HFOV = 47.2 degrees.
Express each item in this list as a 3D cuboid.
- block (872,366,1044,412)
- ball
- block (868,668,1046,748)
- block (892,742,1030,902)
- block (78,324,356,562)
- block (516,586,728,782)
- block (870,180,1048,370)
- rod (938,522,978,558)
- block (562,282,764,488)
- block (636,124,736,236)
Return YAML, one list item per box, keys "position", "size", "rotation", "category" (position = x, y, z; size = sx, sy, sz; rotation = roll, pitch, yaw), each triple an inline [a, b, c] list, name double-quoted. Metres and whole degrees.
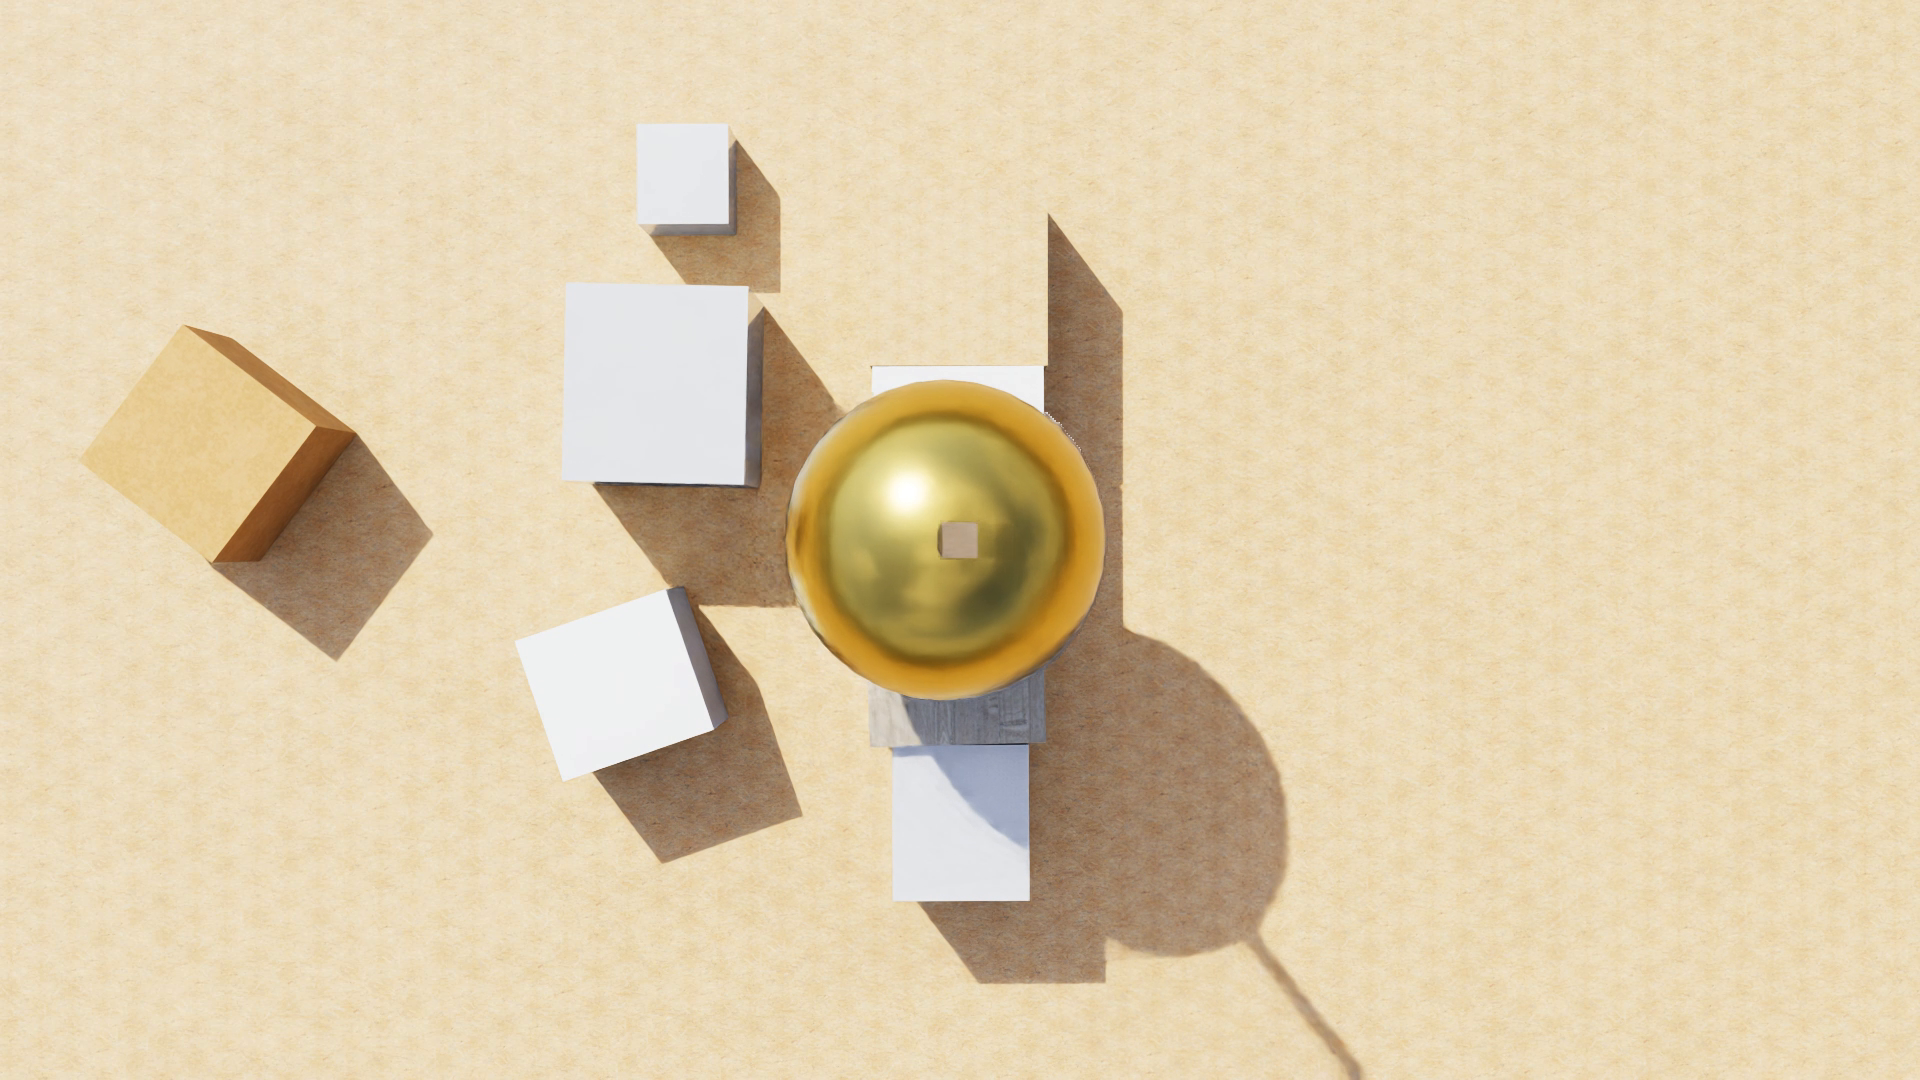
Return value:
- position: [-0.009, -0.433, 12.538]
  size: [0.939, 0.925, 1.043]
  rotation: [0, 90, 0]
  category: "block"
- position: [-0.074, 0.000, 10.935]
  size: [1.600, 1.600, 1.600]
  rotation: [0, 90, 0]
  category: "ball"
- position: [-0.025, 0.613, 12.513]
  size: [0.966, 0.974, 1.015]
  rotation: [-2, 90, 0]
  category: "block"
- position: [0.005, 1.559, 12.558]
  size: [0.752, 0.884, 0.859]
  rotation: [0, 90, 0]
  category: "block"
- position: [-4.221, -0.535, 12.583]
  size: [0.931, 0.833, 0.951]
  rotation: [37, 90, 0]
  category: "block"
- position: [-1.918, 0.807, 12.598]
  size: [0.885, 0.804, 0.824]
  rotation: [-19, 90, 0]
  category: "block"
- position: [-0.007, -1.474, 12.559]
  size: [0.980, 0.883, 1.025]
  rotation: [0, 90, 0]
  category: "block"
- position: [-0.032, 0.000, 7.535]
  size: [0.080, 5.200, 0.080]
  rotation: [0, 90, -1]
  category: "rod"
- position: [-1.666, -0.855, 12.505]
  size: [0.996, 0.990, 1.082]
  rotation: [1, 90, 0]
  category: "block"
- position: [-1.580, -2.086, 12.762]
  size: [0.520, 0.476, 0.570]
  rotation: [0, 90, 0]
  category: "block"
